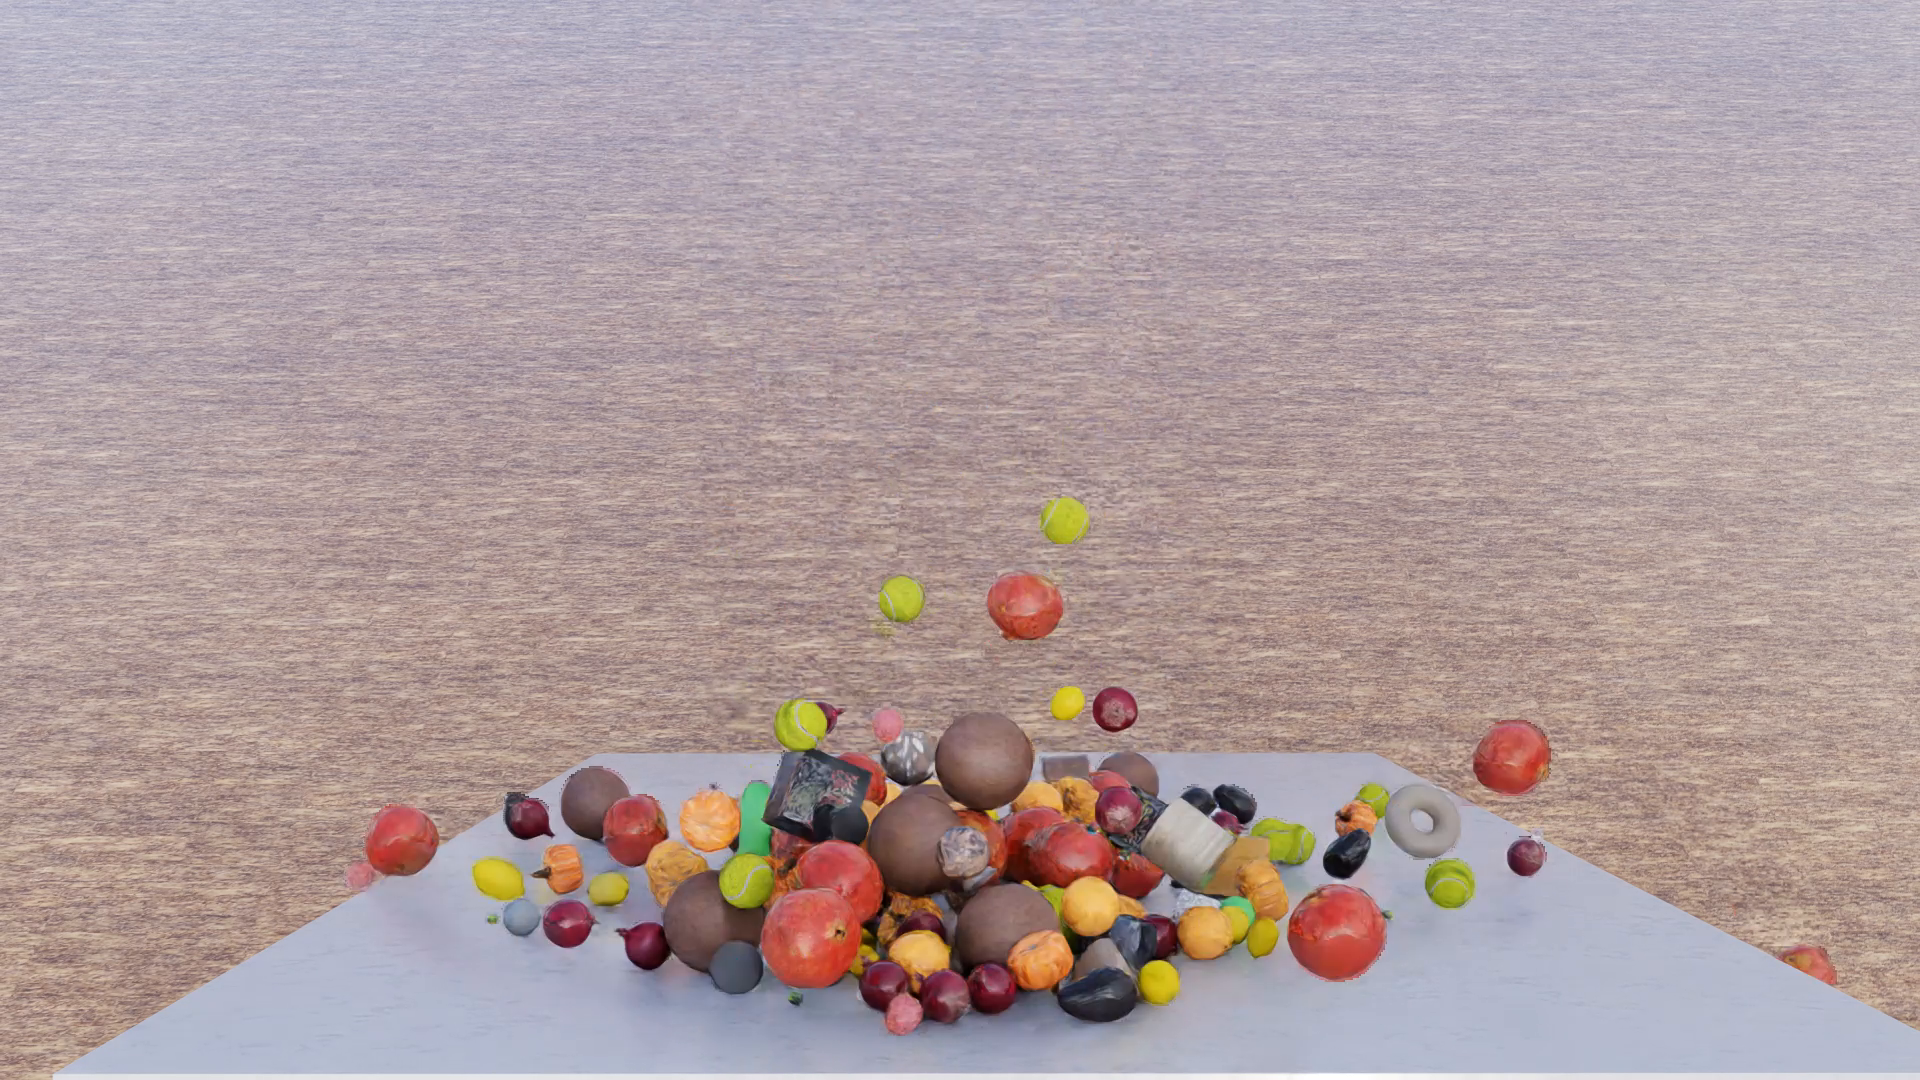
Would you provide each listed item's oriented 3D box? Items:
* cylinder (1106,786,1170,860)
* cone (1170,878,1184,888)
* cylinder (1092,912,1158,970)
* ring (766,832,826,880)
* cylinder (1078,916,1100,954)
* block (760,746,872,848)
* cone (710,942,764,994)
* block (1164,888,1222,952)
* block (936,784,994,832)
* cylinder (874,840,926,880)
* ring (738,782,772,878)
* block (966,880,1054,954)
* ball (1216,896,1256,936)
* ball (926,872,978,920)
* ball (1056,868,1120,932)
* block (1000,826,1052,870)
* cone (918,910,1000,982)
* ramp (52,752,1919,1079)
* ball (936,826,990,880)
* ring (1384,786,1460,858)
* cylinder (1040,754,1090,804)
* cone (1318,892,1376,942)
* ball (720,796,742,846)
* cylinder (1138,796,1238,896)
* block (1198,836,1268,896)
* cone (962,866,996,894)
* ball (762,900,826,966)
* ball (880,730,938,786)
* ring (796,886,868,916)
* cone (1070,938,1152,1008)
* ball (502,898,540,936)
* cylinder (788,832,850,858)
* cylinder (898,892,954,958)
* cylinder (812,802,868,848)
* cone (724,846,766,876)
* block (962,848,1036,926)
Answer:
[{"bbox_3d":[0.258,0.396,3.582,0.081,0.081,0.081,28,32,-3],"label":"cylinder"},{"bbox_3d":[0.358,0.521,4.098,0.054,0.054,0.054,0,0,0],"label":"cone"},{"bbox_3d":[0.208,0.507,3.278,0.060,0.060,0.060,-26,25,-37],"label":"cylinder"},{"bbox_3d":[-0.264,0.504,4.166,0.121,0.121,0.040,-14,57,-23],"label":"ring"},{"bbox_3d":[0.195,0.518,3.348,0.061,0.061,0.061,6,20,-41],"label":"cylinder"},{"bbox_3d":[-0.193,0.346,3.478,0.099,0.099,0.099,24,-18,-16],"label":"block"},{"bbox_3d":[-0.274,0.530,3.161,0.065,0.065,0.065,3,68,-6],"label":"cone"},{"bbox_3d":[0.311,0.508,3.451,0.055,0.055,0.055,18,17,9],"label":"block"},{"bbox_3d":[0.010,0.507,4.879,0.083,0.083,0.083,0,0,23],"label":"block"},{"bbox_3d":[-0.097,0.517,4.175,0.060,0.060,0.060,-27,7,-39],"label":"cylinder"},{"bbox_3d":[-0.300,0.426,3.800,0.047,0.140,0.140,4,30,-3],"label":"ring"},{"bbox_3d":[0.067,0.500,3.434,0.071,0.071,0.071,31,-18,-32],"label":"block"},{"bbox_3d":[0.383,0.521,3.587,0.054,0.054,0.054,0,30,0],"label":"ball"},{"bbox_3d":[-0.011,0.482,3.511,0.069,0.069,0.069,0,30,0],"label":"ball"},{"bbox_3d":[0.178,0.503,3.610,0.089,0.089,0.089,0,30,0],"label":"ball"},{"bbox_3d":[0.110,0.515,4.330,0.066,0.066,0.066,0,0,-26],"label":"block"},{"bbox_3d":[0.012,0.527,3.236,0.095,0.095,0.095,28,26,-16],"label":"cone"},{"bbox_3d":[0.067,0.598,4.657,2.000,0.100,4.000,0,0,0],"label":"ramp"},{"bbox_3d":[0.004,0.377,3.120,0.066,0.066,0.066,0,30,0],"label":"ball"},{"bbox_3d":[0.769,0.468,4.306,0.130,0.043,0.130,5,61,-9],"label":"ring"},{"bbox_3d":[0.158,0.357,3.864,0.067,0.067,0.067,-4,30,-3],"label":"cylinder"},{"bbox_3d":[0.509,0.498,3.352,0.067,0.067,0.067,17,28,-11],"label":"cone"},{"bbox_3d":[-0.386,0.503,4.634,0.090,0.090,0.090,0,30,0],"label":"ball"},{"bbox_3d":[0.300,0.403,3.408,0.092,0.092,0.092,37,41,13],"label":"cylinder"},{"bbox_3d":[0.420,0.501,3.990,0.087,0.087,0.087,0,-4,25],"label":"block"},{"bbox_3d":[0.011,0.422,3.349,0.052,0.052,0.052,-27,71,-38],"label":"cone"},{"bbox_3d":[-0.197,0.468,3.088,0.077,0.077,0.077,0,30,0],"label":"ball"},{"bbox_3d":[-0.077,0.331,3.929,0.086,0.086,0.086,0,30,0],"label":"ball"},{"bbox_3d":[-0.189,0.530,3.780,0.109,0.036,0.109,0,1,0],"label":"ring"},{"bbox_3d":[0.192,0.528,3.052,0.089,0.089,0.089,29,22,-22],"label":"cone"},{"bbox_3d":[-0.607,0.523,3.583,0.051,0.051,0.051,0,30,0],"label":"ball"},{"bbox_3d":[-0.219,0.442,4.024,0.095,0.095,0.095,-3,-1,0],"label":"cylinder"},{"bbox_3d":[-0.040,0.505,3.394,0.066,0.066,0.066,-21,32,1],"label":"cylinder"},{"bbox_3d":[-0.149,0.354,3.209,0.052,0.052,0.052,-19,10,-30],"label":"cylinder"},{"bbox_3d":[-0.351,0.509,4.268,0.078,0.078,0.078,0,0,0],"label":"cone"},{"bbox_3d":[0.045,0.487,3.603,0.096,0.096,0.096,0,71,-16],"label":"block"}]
